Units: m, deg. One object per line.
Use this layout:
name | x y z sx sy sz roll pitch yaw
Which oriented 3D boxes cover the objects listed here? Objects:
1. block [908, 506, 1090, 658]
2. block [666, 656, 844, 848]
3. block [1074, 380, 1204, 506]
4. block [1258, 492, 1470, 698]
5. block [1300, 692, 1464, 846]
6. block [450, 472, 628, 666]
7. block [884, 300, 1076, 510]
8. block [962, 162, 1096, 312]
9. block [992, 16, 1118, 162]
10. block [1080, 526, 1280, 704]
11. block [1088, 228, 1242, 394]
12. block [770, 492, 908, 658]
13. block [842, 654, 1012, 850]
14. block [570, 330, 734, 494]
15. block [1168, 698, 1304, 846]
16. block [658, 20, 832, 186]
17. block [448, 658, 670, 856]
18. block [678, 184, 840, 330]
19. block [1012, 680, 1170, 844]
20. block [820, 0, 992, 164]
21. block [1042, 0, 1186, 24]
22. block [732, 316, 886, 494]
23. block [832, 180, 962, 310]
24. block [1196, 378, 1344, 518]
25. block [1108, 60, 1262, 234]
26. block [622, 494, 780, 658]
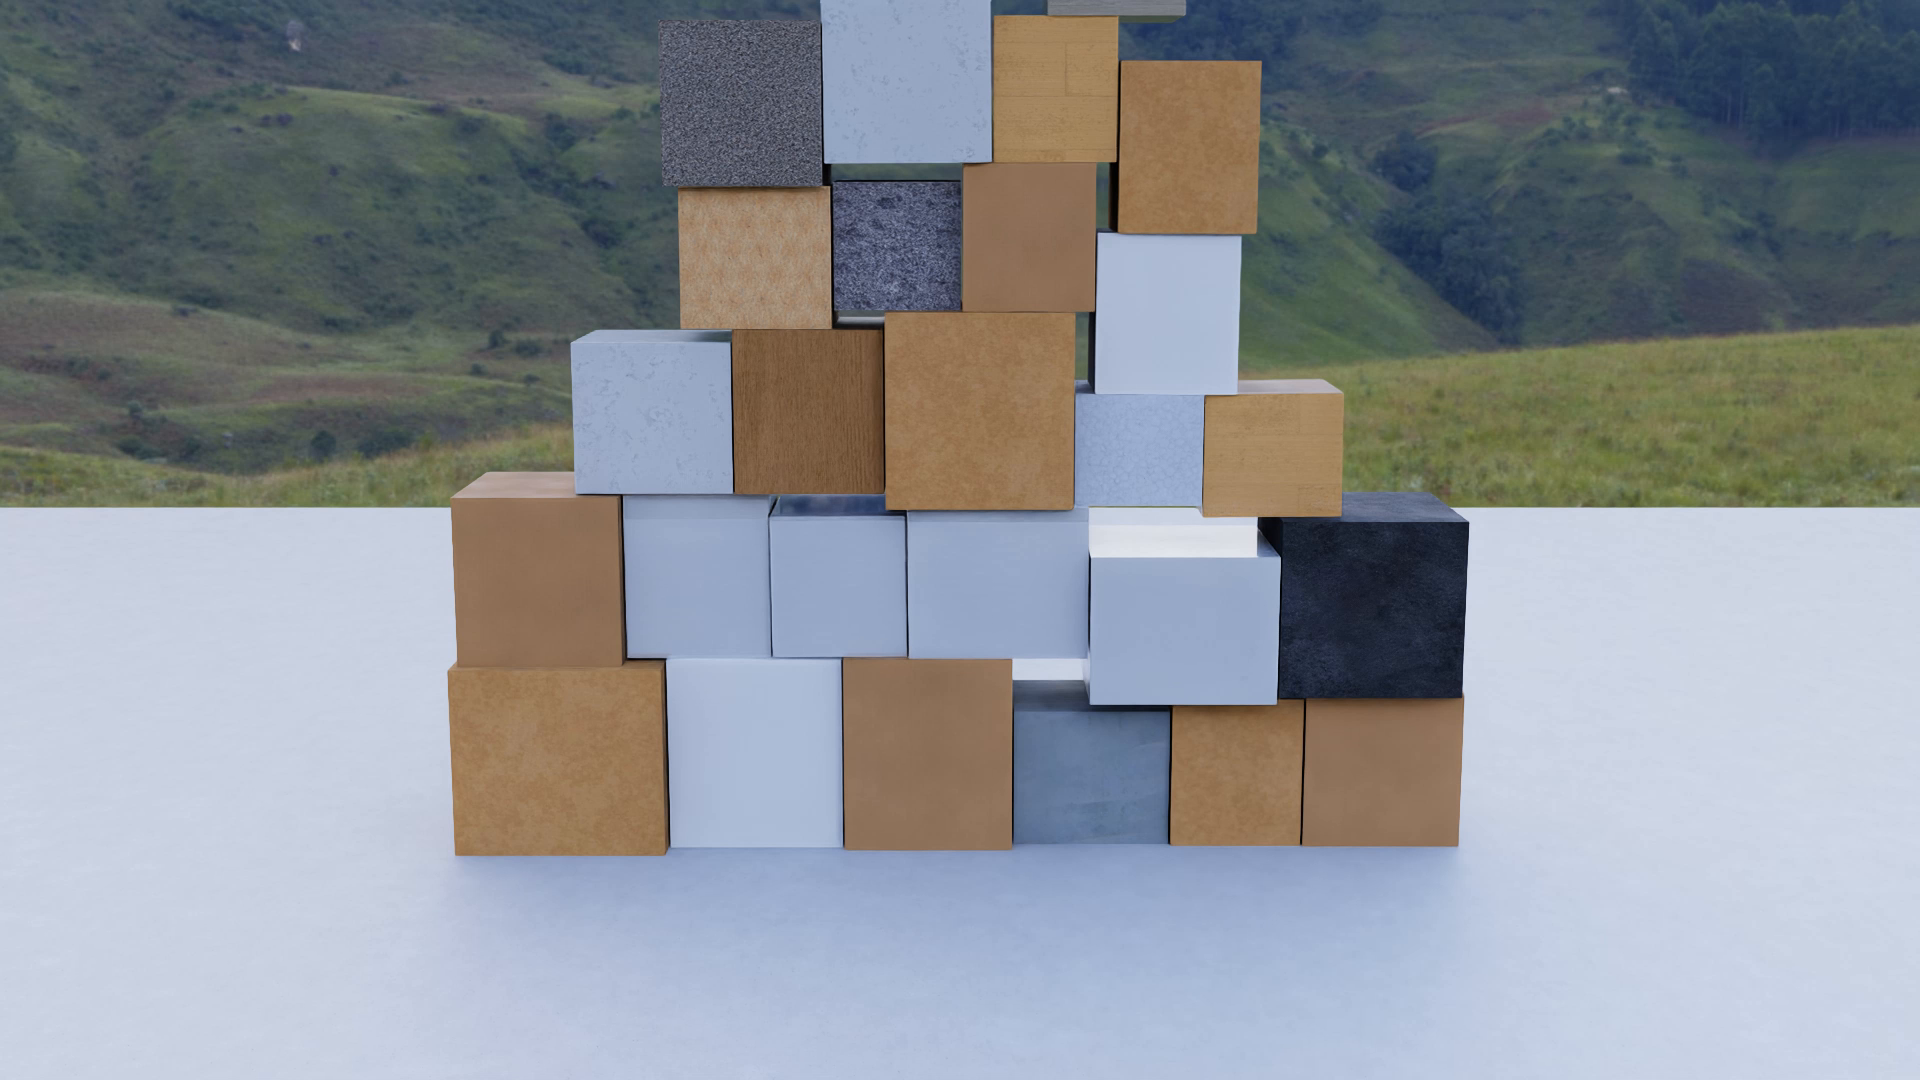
block | 0.189 0.143 11.201 0.884 0.755 0.802 0 10 0
block | -1.022 0.998 11.381 0.868 0.965 0.819 0 10 0
block | 0.876 -0.497 11.084 0.627 0.549 0.673 0 10 0
block | 2.026 0.263 11.232 0.904 0.883 0.934 0 10 0
block | 2.117 1.087 11.376 0.787 0.790 0.754 0 10 0
block | -2.072 0.134 11.188 0.811 0.845 0.855 0 10 0
block | 0.096 -0.698 11.049 0.913 0.955 0.899 0 10 0
block | 0.333 -1.515 10.893 0.636 0.709 0.718 0 10 0
block | 0.455 -2.202 10.780 0.588 0.684 0.670 0 10 0
block | 1.102 0.367 11.228 0.923 0.739 0.909 0 10 0
block | 1.006 -1.148 10.952 0.693 0.778 0.627 0 10 0
block | -0.600 0.167 11.206 0.666 0.706 0.726 -1 10 0
block | -0.159 0.993 11.368 0.837 0.978 0.897 0 10 0
block | -1.495 -0.657 11.059 0.772 0.737 0.754 0 10 0
block | 1.387 1.100 11.390 0.653 0.760 0.752 0 10 0
block | -1.036 -2.134 10.784 0.762 0.773 0.784 0 10 0
block | -1.988 1.012 11.357 1.045 0.945 1.036 0 10 0
block | -0.985 -1.419 10.919 0.729 0.683 0.701 0 10 0
block | 0.660 1.138 11.379 0.781 0.689 0.661 0 10 0
block | -0.252 -2.303 10.767 0.796 0.892 0.805 -1 10 0
block | 0.740 -2.887 10.658 0.654 0.708 0.691 0 10 0
block | -0.735 -0.689 11.057 0.727 0.802 0.799 0 10 0
block | -0.303 -1.472 10.911 0.615 0.616 0.599 0 10 0
block | 1.536 -0.472 11.109 0.683 0.609 0.647 -1 10 0
block | 1.093 -1.934 10.840 0.664 0.811 0.739 0 10 0
block | -1.298 0.113 11.216 0.717 0.835 0.702 0 10 0
